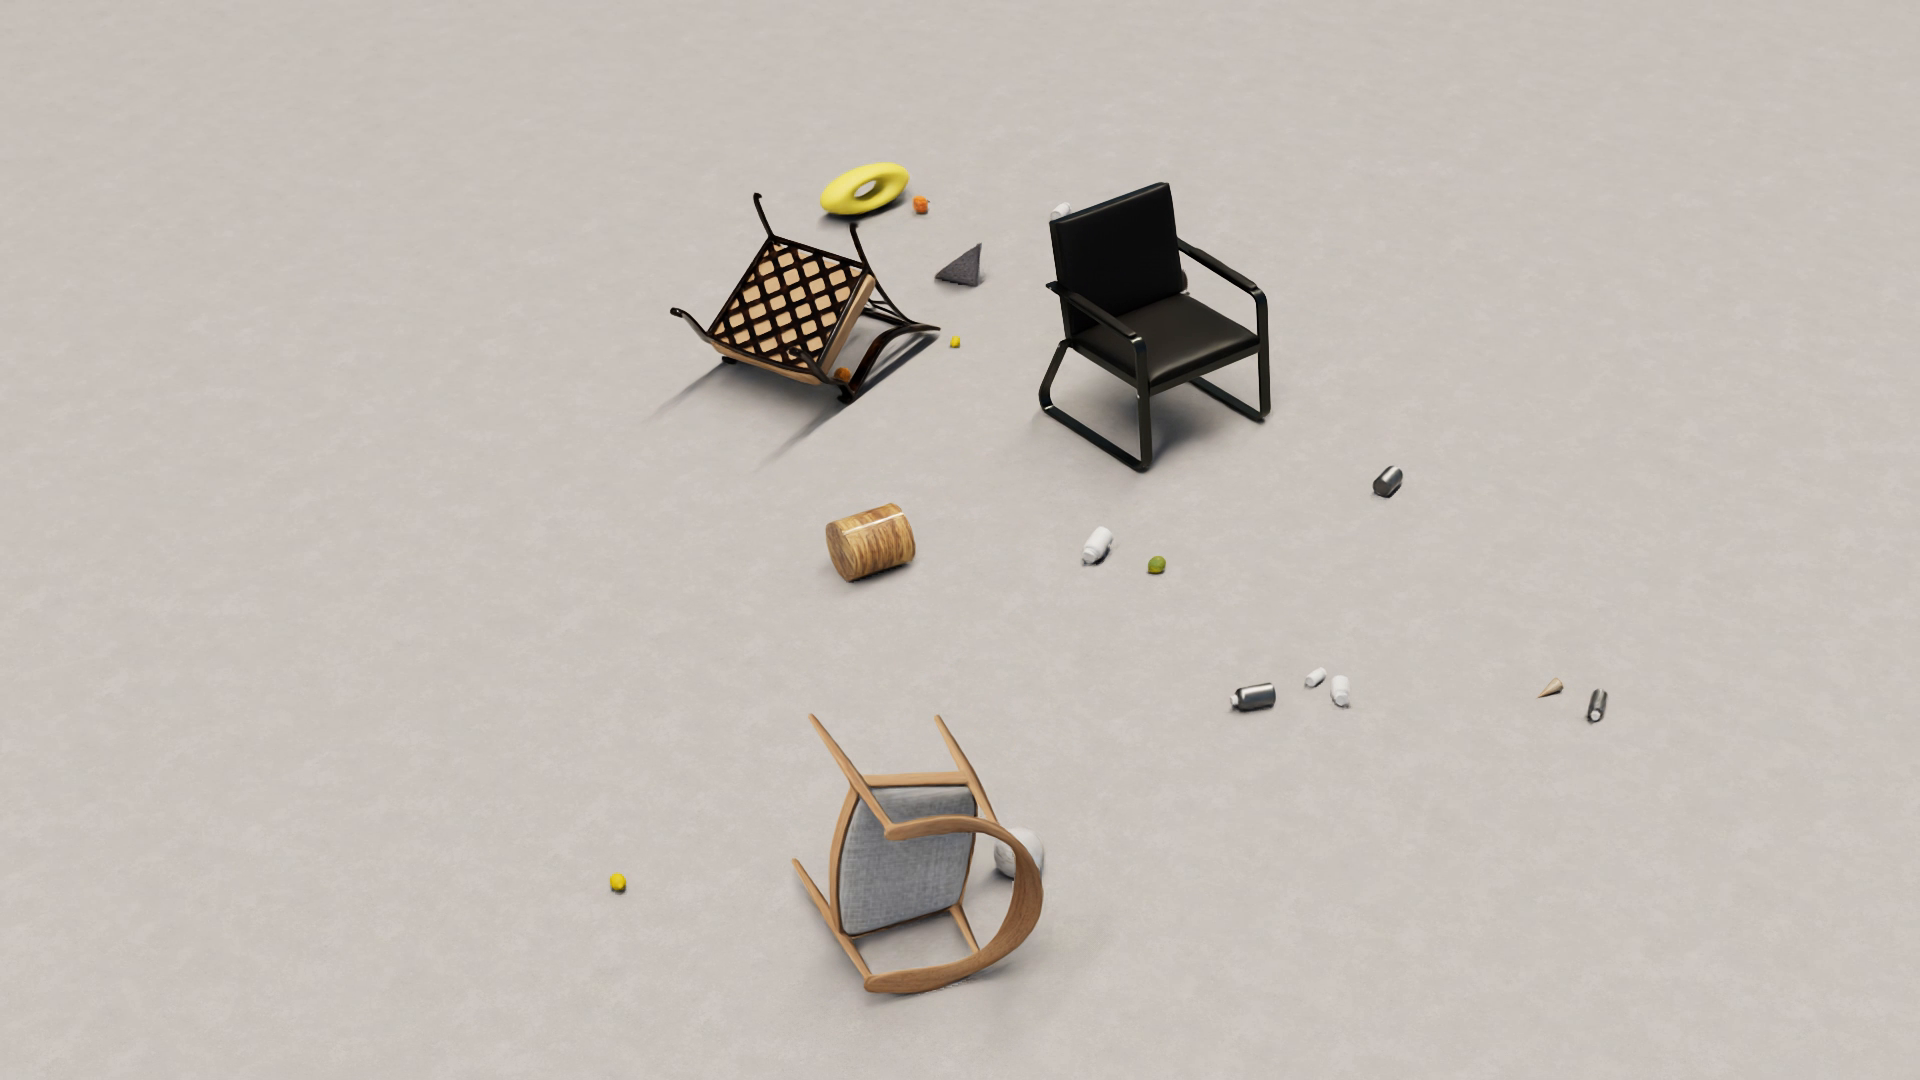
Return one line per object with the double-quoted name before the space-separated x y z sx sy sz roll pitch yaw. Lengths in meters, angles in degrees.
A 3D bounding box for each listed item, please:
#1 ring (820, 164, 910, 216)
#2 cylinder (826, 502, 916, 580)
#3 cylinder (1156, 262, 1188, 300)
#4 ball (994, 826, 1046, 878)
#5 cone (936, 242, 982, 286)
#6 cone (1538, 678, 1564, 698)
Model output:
"ring" -0.426 -1.575 13.159 0.465 0.194 0.159 -26 26 -31
"cylinder" -0.329 0.005 10.746 0.253 0.203 0.228 -18 69 -25
"cylinder" 0.902 -1.105 12.504 0.088 0.136 0.099 -32 16 -38
"ball" 0.187 0.990 9.292 0.164 0.164 0.164 0 33 0
"cone" 0.033 -1.148 12.593 0.190 0.145 0.294 -37 4 -43
"cone" 2.029 0.522 10.129 0.103 0.049 0.053 -31 2 -18
